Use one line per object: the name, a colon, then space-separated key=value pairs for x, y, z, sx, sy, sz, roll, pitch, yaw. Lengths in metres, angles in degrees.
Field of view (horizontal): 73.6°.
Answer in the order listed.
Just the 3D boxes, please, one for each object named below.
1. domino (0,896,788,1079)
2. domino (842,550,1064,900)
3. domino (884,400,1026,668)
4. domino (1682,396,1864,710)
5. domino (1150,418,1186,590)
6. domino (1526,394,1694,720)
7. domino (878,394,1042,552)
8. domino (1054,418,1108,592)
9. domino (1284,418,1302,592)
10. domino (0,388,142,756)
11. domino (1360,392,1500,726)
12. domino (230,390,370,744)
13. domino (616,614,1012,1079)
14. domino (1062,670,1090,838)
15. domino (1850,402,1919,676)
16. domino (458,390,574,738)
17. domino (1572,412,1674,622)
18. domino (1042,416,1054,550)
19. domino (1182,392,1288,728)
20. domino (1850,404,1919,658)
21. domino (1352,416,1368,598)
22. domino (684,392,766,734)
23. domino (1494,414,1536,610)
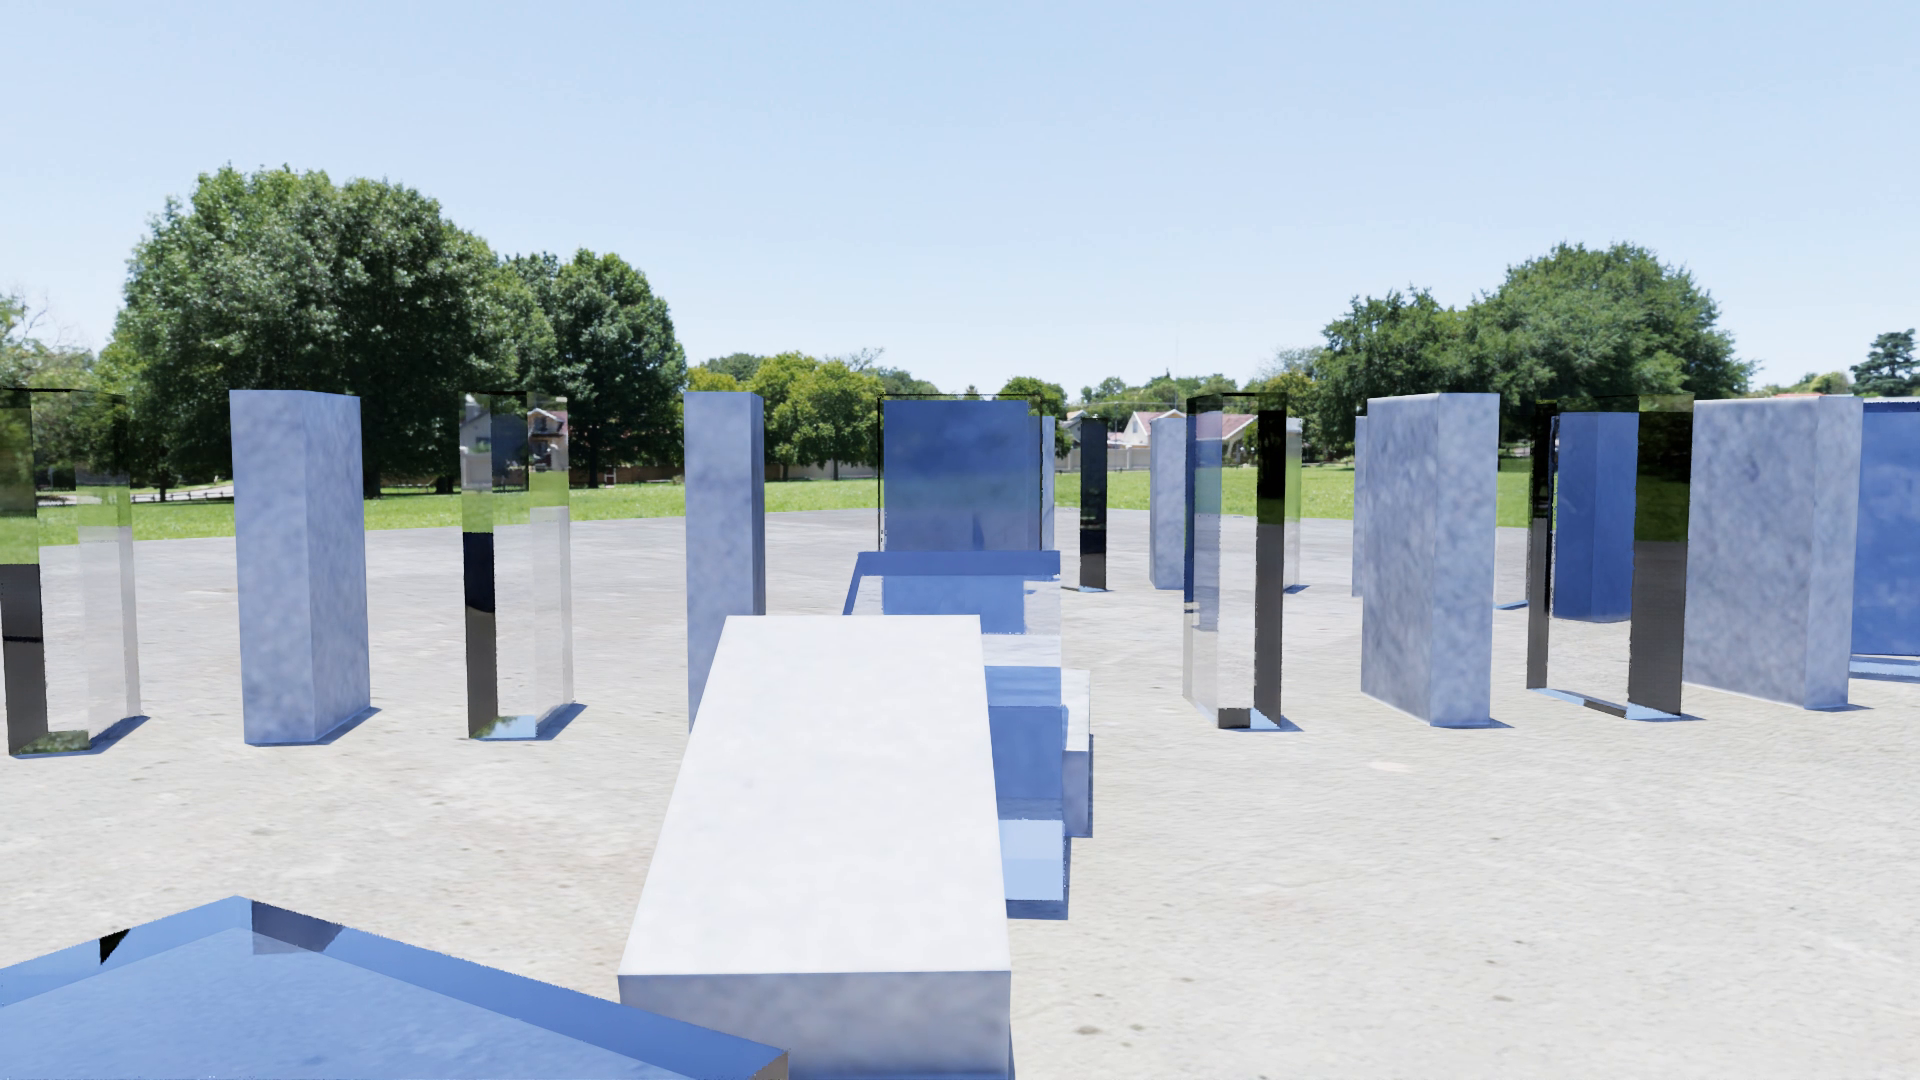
domino: x=-0.037 y=0.032 z=0.071 sx=0.050 sy=0.010 sz=0.025 roll=2 pitch=5 yaw=29
domino: x=-0.002 y=0.017 z=0.140 sx=0.025 sy=0.010 sz=0.050 roll=0 pitch=28 yaw=4
domino: x=-0.001 y=0.000 z=0.232 sx=0.025 sy=0.050 sz=0.009 roll=0 pitch=4 yaw=-2
domino: x=0.136 y=0.001 z=0.217 sx=0.010 sy=0.050 sz=0.025 roll=-1 pitch=5 yaw=-18
domino: x=0.063 y=-0.011 z=0.386 sx=0.009 sy=0.050 sz=0.025 roll=0 pitch=4 yaw=4
domino: x=0.105 y=0.002 z=0.210 sx=0.010 sy=0.050 sz=0.025 roll=-1 pitch=4 yaw=-11
domino: x=0.000 y=0.002 z=0.201 sx=0.025 sy=0.050 sz=0.009 roll=0 pitch=4 yaw=0
domino: x=0.032 y=-0.011 z=0.380 sx=0.009 sy=0.050 sz=0.025 roll=-2 pitch=5 yaw=-30
domino: x=0.093 y=-0.011 z=0.378 sx=0.010 sy=0.050 sz=0.025 roll=2 pitch=5 yaw=26
domino: x=-0.130 y=0.004 z=0.187 sx=0.009 sy=0.050 sz=0.025 roll=-1 pitch=5 yaw=-18
domino: x=0.074 y=0.002 z=0.205 sx=0.009 sy=0.050 sz=0.025 roll=0 pitch=4 yaw=-6
domino: x=-0.099 y=0.003 z=0.194 sx=0.009 sy=0.050 sz=0.025 roll=-1 pitch=4 yaw=-8
domino: x=-0.010 y=0.022 z=0.106 sx=0.025 sy=0.010 sz=0.050 roll=0 pitch=24 yaw=-2
domino: x=0.004 y=0.025 z=0.165 sx=0.025 sy=0.010 sz=0.050 roll=0 pitch=4 yaw=6
domino: x=0.172 y=-0.001 z=0.240 sx=0.025 sy=0.050 sz=0.009 roll=3 pitch=-14 yaw=34
domino: x=-0.067 y=0.003 z=0.197 sx=0.010 sy=0.050 sz=0.025 roll=0 pitch=4 yaw=-4
domino: x=0.163 y=-0.006 z=0.316 sx=0.025 sy=0.050 sz=0.009 roll=-3 pitch=5 yaw=-34
domino: x=0.013 y=-0.009 z=0.356 sx=0.025 sy=0.050 sz=0.009 roll=2 pitch=5 yaw=24
domino: x=0.043 y=0.002 z=0.203 sx=0.010 sy=0.050 sz=0.025 roll=0 pitch=4 yaw=-2
domino: x=0.180 y=-0.002 z=0.258 sx=0.025 sy=0.050 sz=0.010 roll=1 pitch=2 yaw=14
domino: x=0.120 y=-0.010 z=0.361 sx=0.009 sy=0.050 sz=0.025 roll=3 pitch=5 yaw=36
domino: x=-0.036 y=0.003 z=0.199 sx=0.009 sy=0.050 sz=0.025 roll=0 pitch=4 yaw=-4
domino: x=0.144 y=-0.008 z=0.341 sx=0.025 sy=0.050 sz=0.009 roll=-4 pitch=6 yaw=-44
